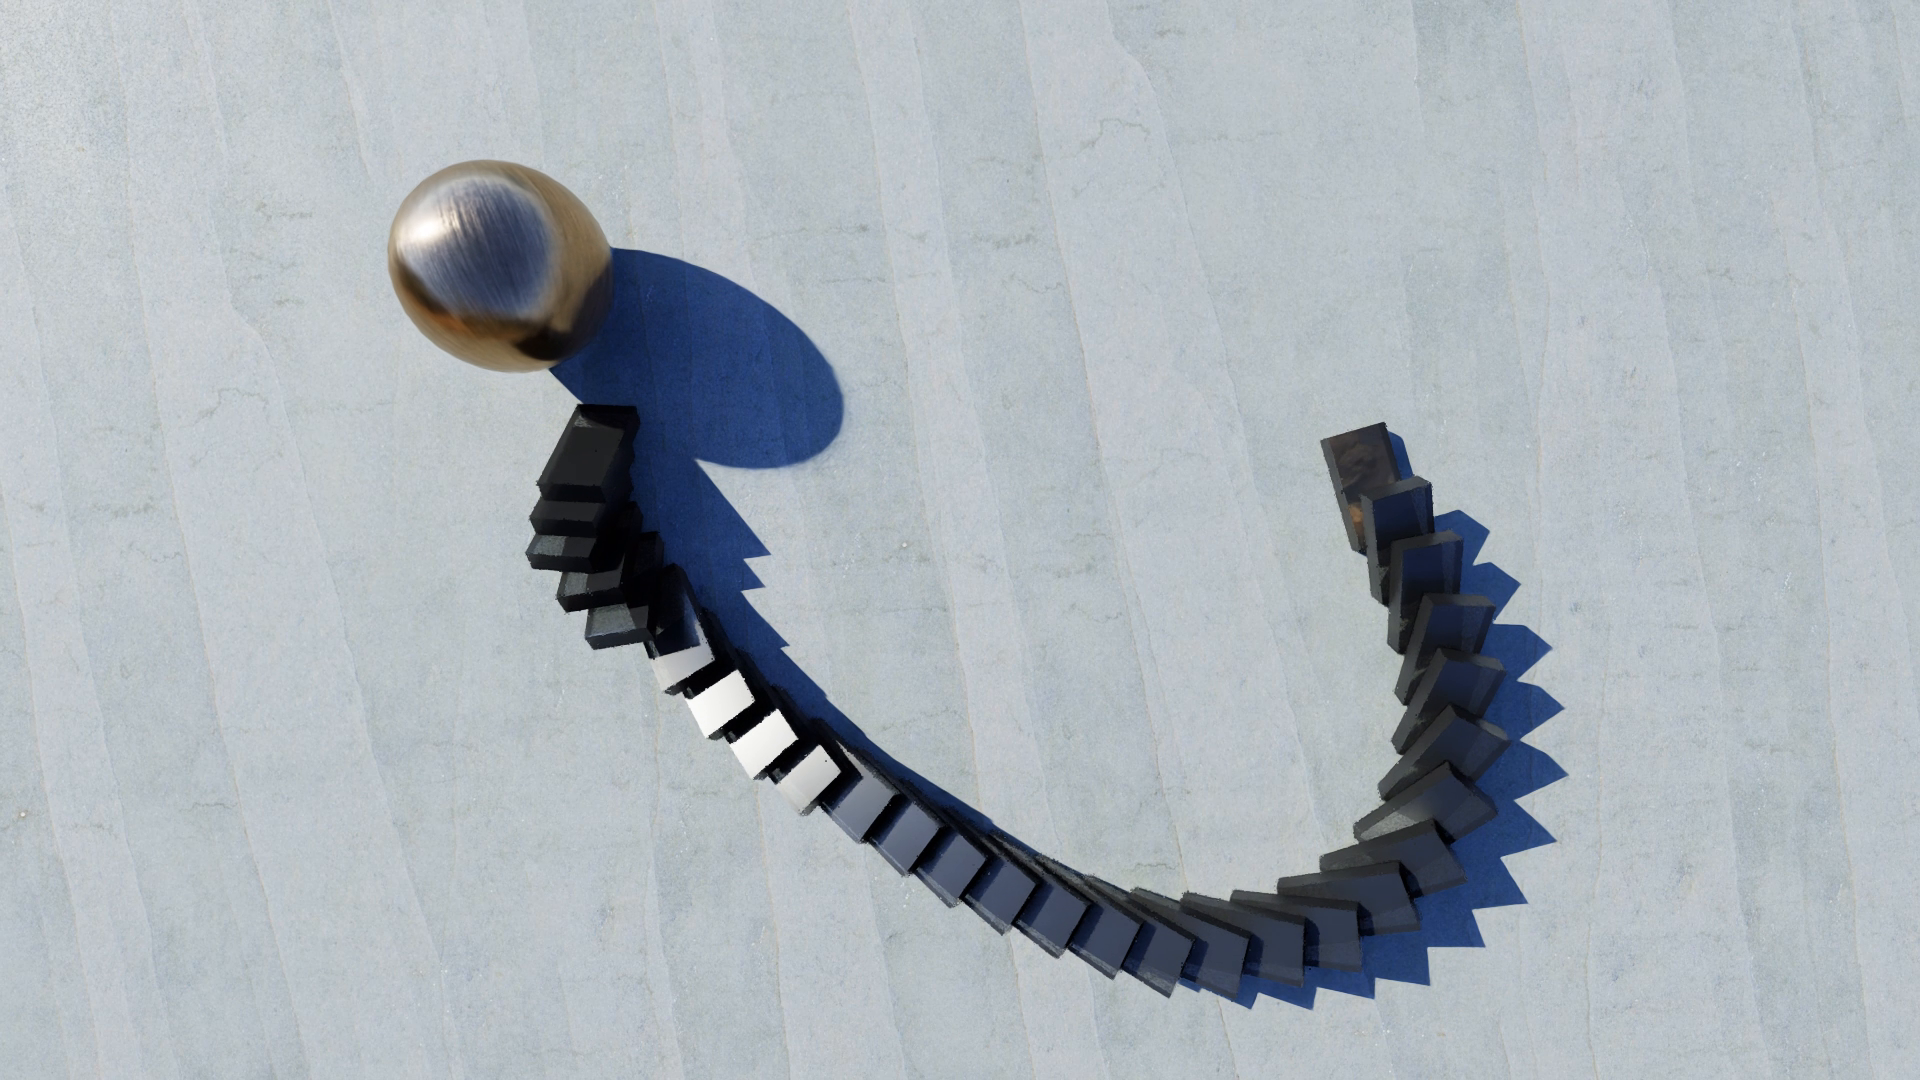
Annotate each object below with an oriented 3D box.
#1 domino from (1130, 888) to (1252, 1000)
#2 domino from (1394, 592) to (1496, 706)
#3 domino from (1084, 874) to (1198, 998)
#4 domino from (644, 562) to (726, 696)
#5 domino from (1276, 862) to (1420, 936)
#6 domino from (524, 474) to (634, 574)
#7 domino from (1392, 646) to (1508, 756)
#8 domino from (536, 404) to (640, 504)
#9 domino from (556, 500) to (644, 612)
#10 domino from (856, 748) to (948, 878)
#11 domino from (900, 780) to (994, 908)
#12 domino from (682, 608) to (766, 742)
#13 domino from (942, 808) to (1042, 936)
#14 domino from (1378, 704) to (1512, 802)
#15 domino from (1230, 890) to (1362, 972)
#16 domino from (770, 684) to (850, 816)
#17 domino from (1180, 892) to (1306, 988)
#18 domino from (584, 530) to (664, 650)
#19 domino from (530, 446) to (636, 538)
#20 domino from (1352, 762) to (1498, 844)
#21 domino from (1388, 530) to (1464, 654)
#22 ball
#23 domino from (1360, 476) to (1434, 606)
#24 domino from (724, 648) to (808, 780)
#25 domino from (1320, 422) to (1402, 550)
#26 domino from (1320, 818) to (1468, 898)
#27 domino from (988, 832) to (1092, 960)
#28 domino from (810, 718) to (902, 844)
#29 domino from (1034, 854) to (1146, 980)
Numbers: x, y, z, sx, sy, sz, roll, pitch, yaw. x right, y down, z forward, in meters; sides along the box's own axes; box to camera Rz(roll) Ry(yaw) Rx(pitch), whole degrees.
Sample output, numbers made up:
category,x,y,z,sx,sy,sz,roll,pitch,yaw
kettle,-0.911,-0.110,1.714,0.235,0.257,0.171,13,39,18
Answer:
category,x,y,z,sx,sy,sz,roll,pitch,yaw
domino,0.094,0.168,0.385,0.050,0.009,0.025,14,90,26
domino,0.203,0.047,0.385,0.025,0.010,0.050,2,116,0
domino,0.071,0.166,0.385,0.050,0.010,0.025,23,91,26
domino,-0.120,0.037,0.385,0.025,0.009,0.050,-31,65,0
domino,0.162,0.152,0.384,0.050,0.009,0.025,-20,90,27
domino,-0.156,-0.009,0.379,0.025,0.009,0.050,4,47,1
domino,0.204,0.070,0.385,0.025,0.009,0.050,12,117,0
domino,-0.153,-0.037,0.379,0.025,0.010,0.050,3,47,0
domino,-0.148,0.006,0.379,0.025,0.010,0.050,-9,46,0
domino,-0.032,0.114,0.385,0.050,0.010,0.025,37,90,25
domino,-0.013,0.127,0.385,0.050,0.009,0.025,36,90,25
domino,-0.105,0.056,0.385,0.025,0.009,0.050,-36,65,0
domino,0.007,0.138,0.385,0.050,0.010,0.025,33,90,25
domino,0.202,0.094,0.384,0.025,0.010,0.050,26,117,0
domino,0.141,0.164,0.384,0.050,0.009,0.025,-5,90,27
domino,-0.071,0.088,0.385,0.025,0.009,0.050,-45,65,0
domino,0.118,0.167,0.385,0.050,0.009,0.025,2,90,27
domino,-0.139,0.020,0.381,0.025,0.010,0.050,-9,51,0
domino,-0.155,-0.023,0.379,0.025,0.010,0.050,3,47,1
domino,0.194,0.117,0.384,0.025,0.009,0.050,41,118,0
domino,0.195,0.022,0.385,0.025,0.010,0.050,-11,115,-1
ball,-0.178,-0.106,0.360,0.080,0.080,0.080,0,90,0
domino,0.185,0.001,0.385,0.025,0.010,0.050,-17,114,0
domino,-0.089,0.073,0.385,0.025,0.010,0.050,-41,65,1
domino,0.176,-0.023,0.395,0.025,0.009,0.050,-16,90,0
domino,0.181,0.138,0.384,0.050,0.009,0.025,-32,90,27
domino,0.027,0.148,0.385,0.050,0.010,0.025,30,90,25
domino,-0.051,0.101,0.385,0.050,0.009,0.025,37,90,25
domino,0.049,0.158,0.385,0.050,0.009,0.025,26,90,26
